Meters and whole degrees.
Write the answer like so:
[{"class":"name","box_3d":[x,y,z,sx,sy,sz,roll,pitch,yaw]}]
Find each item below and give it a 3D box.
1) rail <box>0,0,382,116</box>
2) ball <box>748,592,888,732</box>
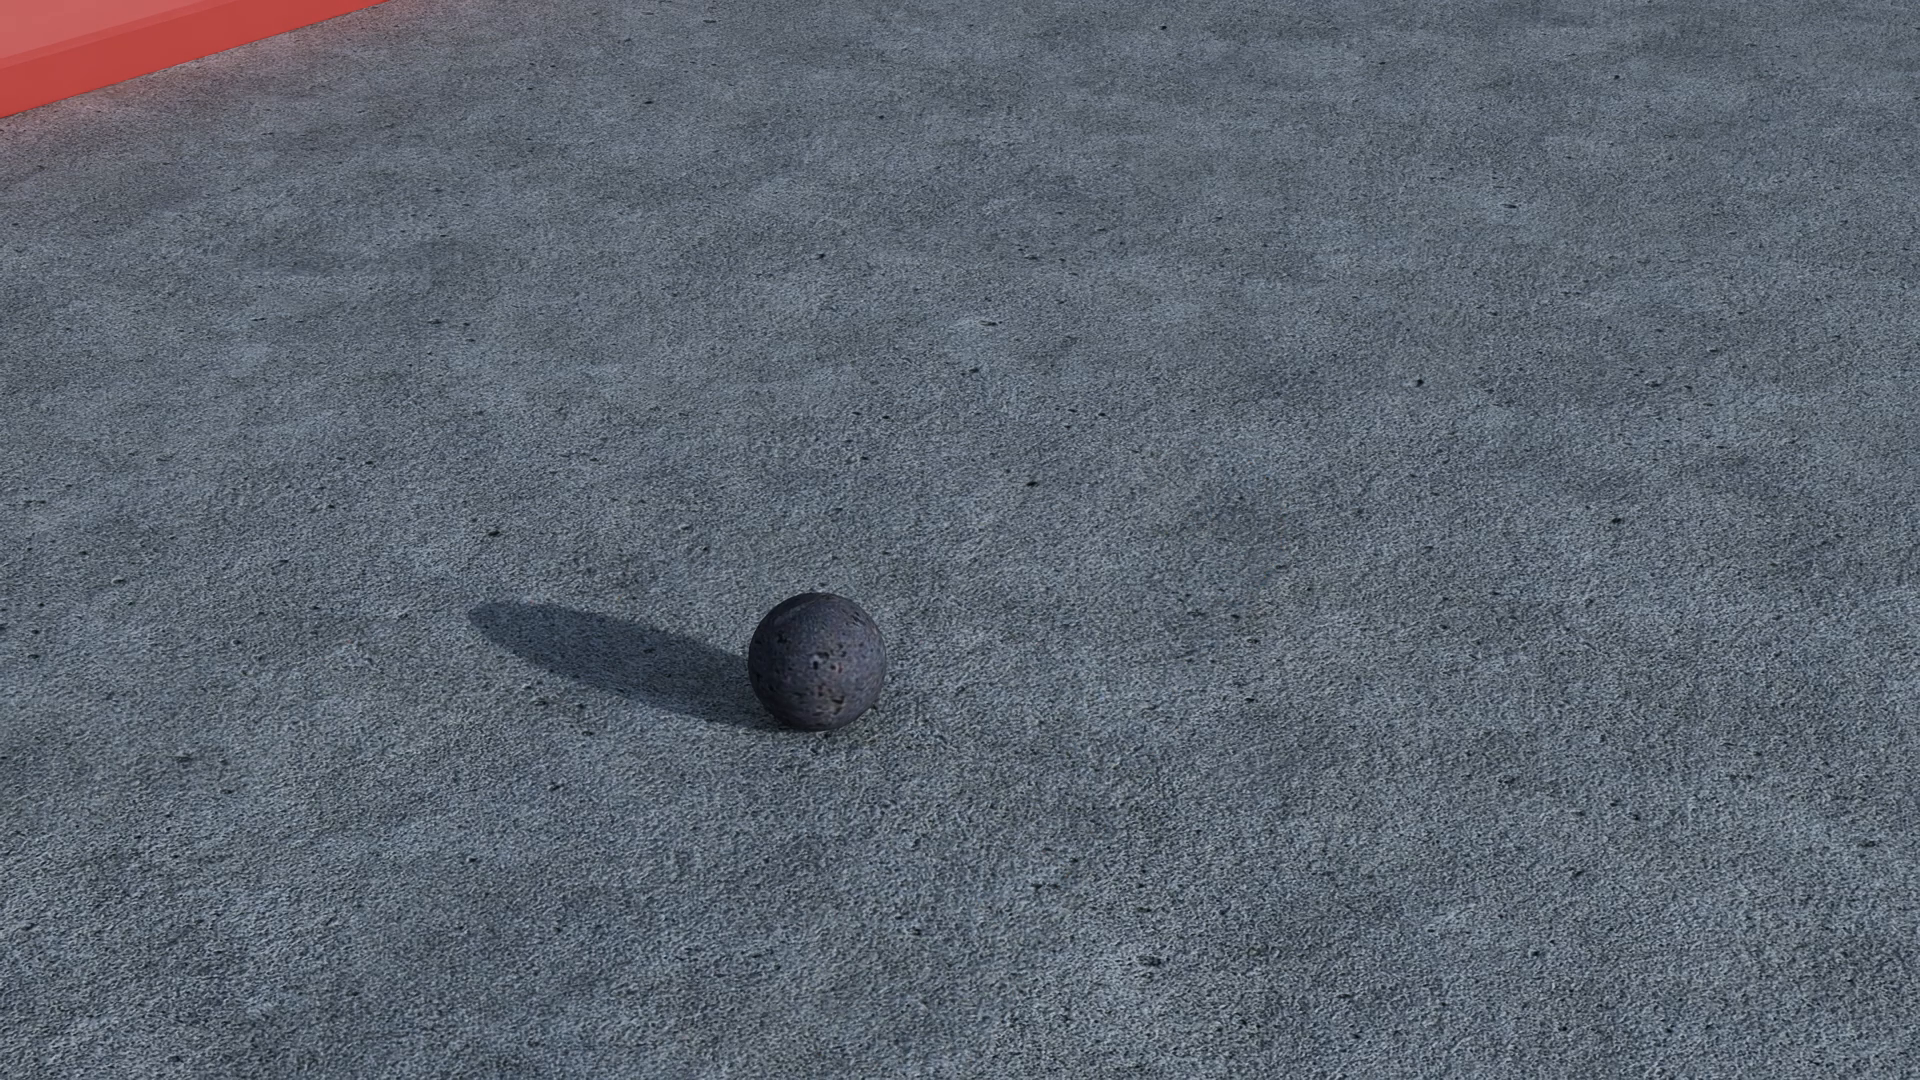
[{"class":"rail","box_3d":[-0.249,-0.724,3.083,0.045,0.121,4.290,19,33,33]},{"class":"ball","box_3d":[-0.077,0.065,1.577,0.075,0.075,0.075,0,27,0]}]
